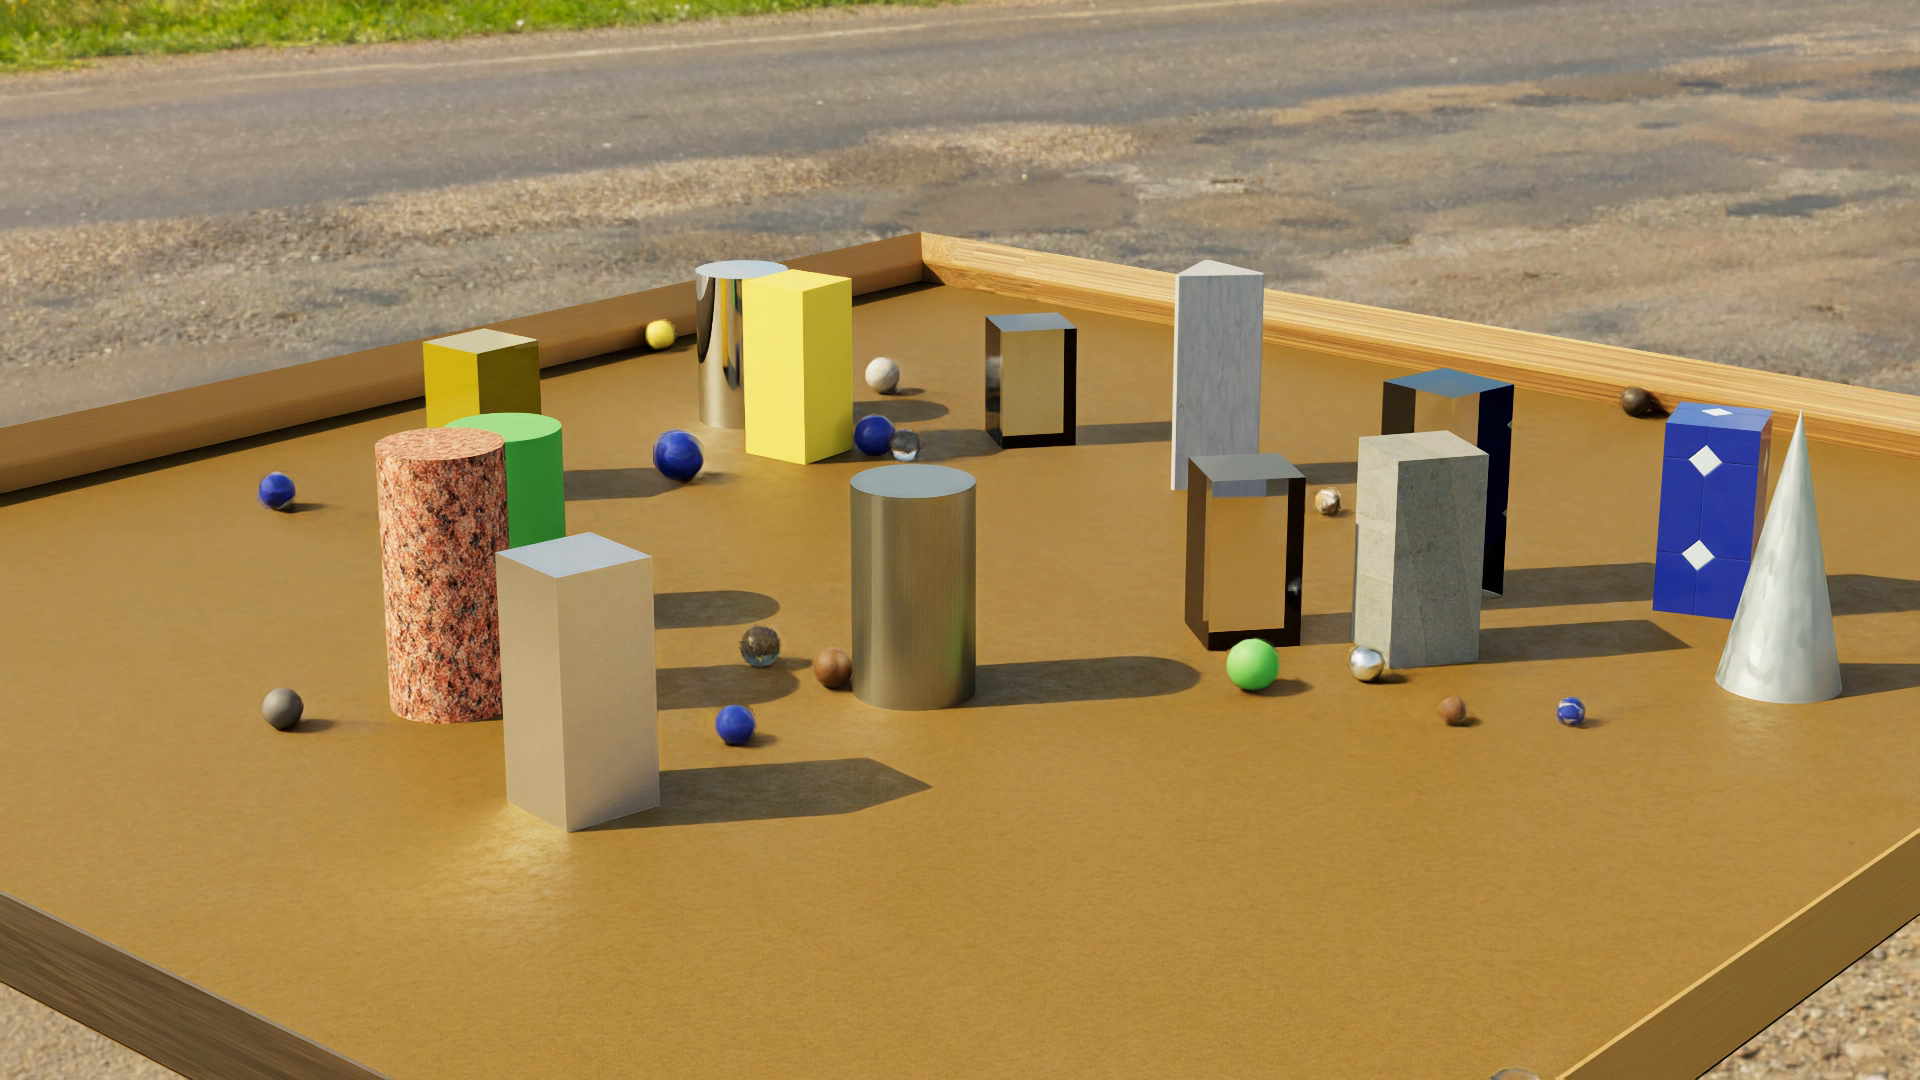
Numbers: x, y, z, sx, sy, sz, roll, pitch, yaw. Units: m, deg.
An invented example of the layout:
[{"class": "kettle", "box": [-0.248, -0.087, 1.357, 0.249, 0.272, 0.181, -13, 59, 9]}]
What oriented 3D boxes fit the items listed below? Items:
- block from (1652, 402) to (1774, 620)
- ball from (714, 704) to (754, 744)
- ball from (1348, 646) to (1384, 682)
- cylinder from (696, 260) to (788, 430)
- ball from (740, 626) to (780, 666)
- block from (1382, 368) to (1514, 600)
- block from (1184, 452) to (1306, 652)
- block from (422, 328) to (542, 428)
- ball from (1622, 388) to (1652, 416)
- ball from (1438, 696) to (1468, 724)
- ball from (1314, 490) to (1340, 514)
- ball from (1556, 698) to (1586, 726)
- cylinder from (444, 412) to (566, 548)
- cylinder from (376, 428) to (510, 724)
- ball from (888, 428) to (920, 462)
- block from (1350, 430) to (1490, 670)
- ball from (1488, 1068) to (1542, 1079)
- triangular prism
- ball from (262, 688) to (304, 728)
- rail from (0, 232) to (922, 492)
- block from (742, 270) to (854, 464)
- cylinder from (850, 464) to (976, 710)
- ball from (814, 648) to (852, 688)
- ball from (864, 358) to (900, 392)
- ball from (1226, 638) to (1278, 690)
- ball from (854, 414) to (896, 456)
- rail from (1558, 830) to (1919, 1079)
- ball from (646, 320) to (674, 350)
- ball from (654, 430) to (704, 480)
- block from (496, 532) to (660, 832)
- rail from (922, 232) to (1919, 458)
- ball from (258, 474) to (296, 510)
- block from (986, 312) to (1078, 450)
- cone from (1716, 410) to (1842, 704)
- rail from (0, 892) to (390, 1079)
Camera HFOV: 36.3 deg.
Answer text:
[{"class": "block", "box": [1.295, -0.051, 5.042, 0.157, 0.334, 0.157, 7, 18, 21]}, {"class": "ball", "box": [-0.340, 0.278, 4.424, 0.060, 0.060, 0.060, 0, 17, 0]}, {"class": "ball", "box": [0.651, 0.197, 4.695, 0.058, 0.058, 0.058, 0, 17, 0]}, {"class": "cylinder", "box": [-0.464, -0.419, 6.276, 0.196, 0.326, 0.196, 0, 17, 0]}, {"class": "ball", "box": [-0.325, 0.173, 4.762, 0.067, 0.067, 0.067, 0, 17, 0]}, {"class": "block", "box": [0.839, -0.089, 5.088, 0.157, 0.379, 0.157, -13, 21, -37]}, {"class": "block", "box": [0.473, 0.018, 4.886, 0.157, 0.291, 0.157, -3, 17, -10]}, {"class": "block", "box": [-0.931, -0.243, 5.736, 0.157, 0.300, 0.157, 14, 21, 38]}, {"class": "ball", "box": [1.460, -0.298, 6.330, 0.063, 0.063, 0.063, 0, 17, 0]}, {"class": "ball", "box": [0.757, 0.261, 4.508, 0.044, 0.044, 0.044, 0, 17, 0]}, {"class": "ball", "box": [0.703, -0.073, 5.610, 0.048, 0.048, 0.048, 0, 17, 0]}, {"class": "ball", "box": [0.939, 0.263, 4.504, 0.043, 0.043, 0.043, 0, 17, 0]}, {"class": "cylinder", "box": [-0.765, -0.026, 4.951, 0.196, 0.339, 0.196, 0, 17, 0]}, {"class": "cylinder", "box": [-0.796, 0.053, 4.546, 0.196, 0.420, 0.196, 0, 17, 0]}, {"class": "ball", "box": [-0.113, -0.193, 5.975, 0.067, 0.067, 0.067, 0, 17, 0]}, {"class": "block", "box": [0.750, 0.015, 4.795, 0.157, 0.350, 0.157, -5, 17, -15]}, {"class": "ball", "box": [0.613, 0.625, 3.236, 0.082, 0.082, 0.082, 0, 17, 0]}, {"class": "triangular prism", "box": [0.496, -0.328, 5.795, 0.170, 0.429, 0.147, -2, 17, -5]}, {"class": "ball", "box": [-1.037, 0.258, 4.489, 0.062, 0.062, 0.062, 0, 17, 0]}, {"class": "rail", "box": [-1.375, -0.313, 6.263, 0.045, 0.128, 3.937, 14, 22, 39]}, {"class": "block", "box": [-0.331, -0.356, 6.011, 0.157, 0.359, 0.157, 12, 21, 35]}, {"class": "cylinder", "box": [-0.073, 0.073, 4.611, 0.196, 0.345, 0.196, 0, 17, 0]}, {"class": "ball", "box": [-0.201, 0.203, 4.667, 0.063, 0.063, 0.063, 0, 17, 0]}, {"class": "ball", "box": [-0.173, -0.367, 6.535, 0.077, 0.077, 0.077, 0, 17, 0]}, {"class": "ball", "box": [0.464, 0.198, 4.651, 0.083, 0.083, 0.083, 0, 17, 0]}, {"class": "ball", "box": [-0.174, -0.216, 6.020, 0.085, 0.085, 0.085, 0, 17, 0]}, {"class": "rail", "box": [1.375, 0.376, 3.977, 0.045, 0.128, 3.937, 14, 22, 39]}, {"class": "ball", "box": [-0.710, -0.484, 6.937, 0.069, 0.069, 0.069, 0, 17, 0]}, {"class": "ball", "box": [-0.558, -0.168, 5.838, 0.098, 0.098, 0.098, 0, 17, 0]}, {"class": "block", "box": [-0.539, 0.199, 4.146, 0.157, 0.373, 0.157, -14, 21, -38]}, {"class": "rail", "box": [1.275, -0.392, 6.526, 3.689, 0.128, 0.045, 14, 22, 39]}, {"class": "ball", "box": [-1.314, -0.094, 5.642, 0.070, 0.070, 0.070, 0, 17, 0]}, {"class": "block", "box": [0.147, -0.334, 6.127, 0.157, 0.249, 0.157, -4, 17, -12]}, {"class": "cone", "box": [1.310, 0.011, 4.627, 0.196, 0.454, 0.196, 0, 17, 0]}, {"class": "rail", "box": [-1.275, 0.456, 3.714, 3.689, 0.128, 0.045, 14, 22, 39]}]
